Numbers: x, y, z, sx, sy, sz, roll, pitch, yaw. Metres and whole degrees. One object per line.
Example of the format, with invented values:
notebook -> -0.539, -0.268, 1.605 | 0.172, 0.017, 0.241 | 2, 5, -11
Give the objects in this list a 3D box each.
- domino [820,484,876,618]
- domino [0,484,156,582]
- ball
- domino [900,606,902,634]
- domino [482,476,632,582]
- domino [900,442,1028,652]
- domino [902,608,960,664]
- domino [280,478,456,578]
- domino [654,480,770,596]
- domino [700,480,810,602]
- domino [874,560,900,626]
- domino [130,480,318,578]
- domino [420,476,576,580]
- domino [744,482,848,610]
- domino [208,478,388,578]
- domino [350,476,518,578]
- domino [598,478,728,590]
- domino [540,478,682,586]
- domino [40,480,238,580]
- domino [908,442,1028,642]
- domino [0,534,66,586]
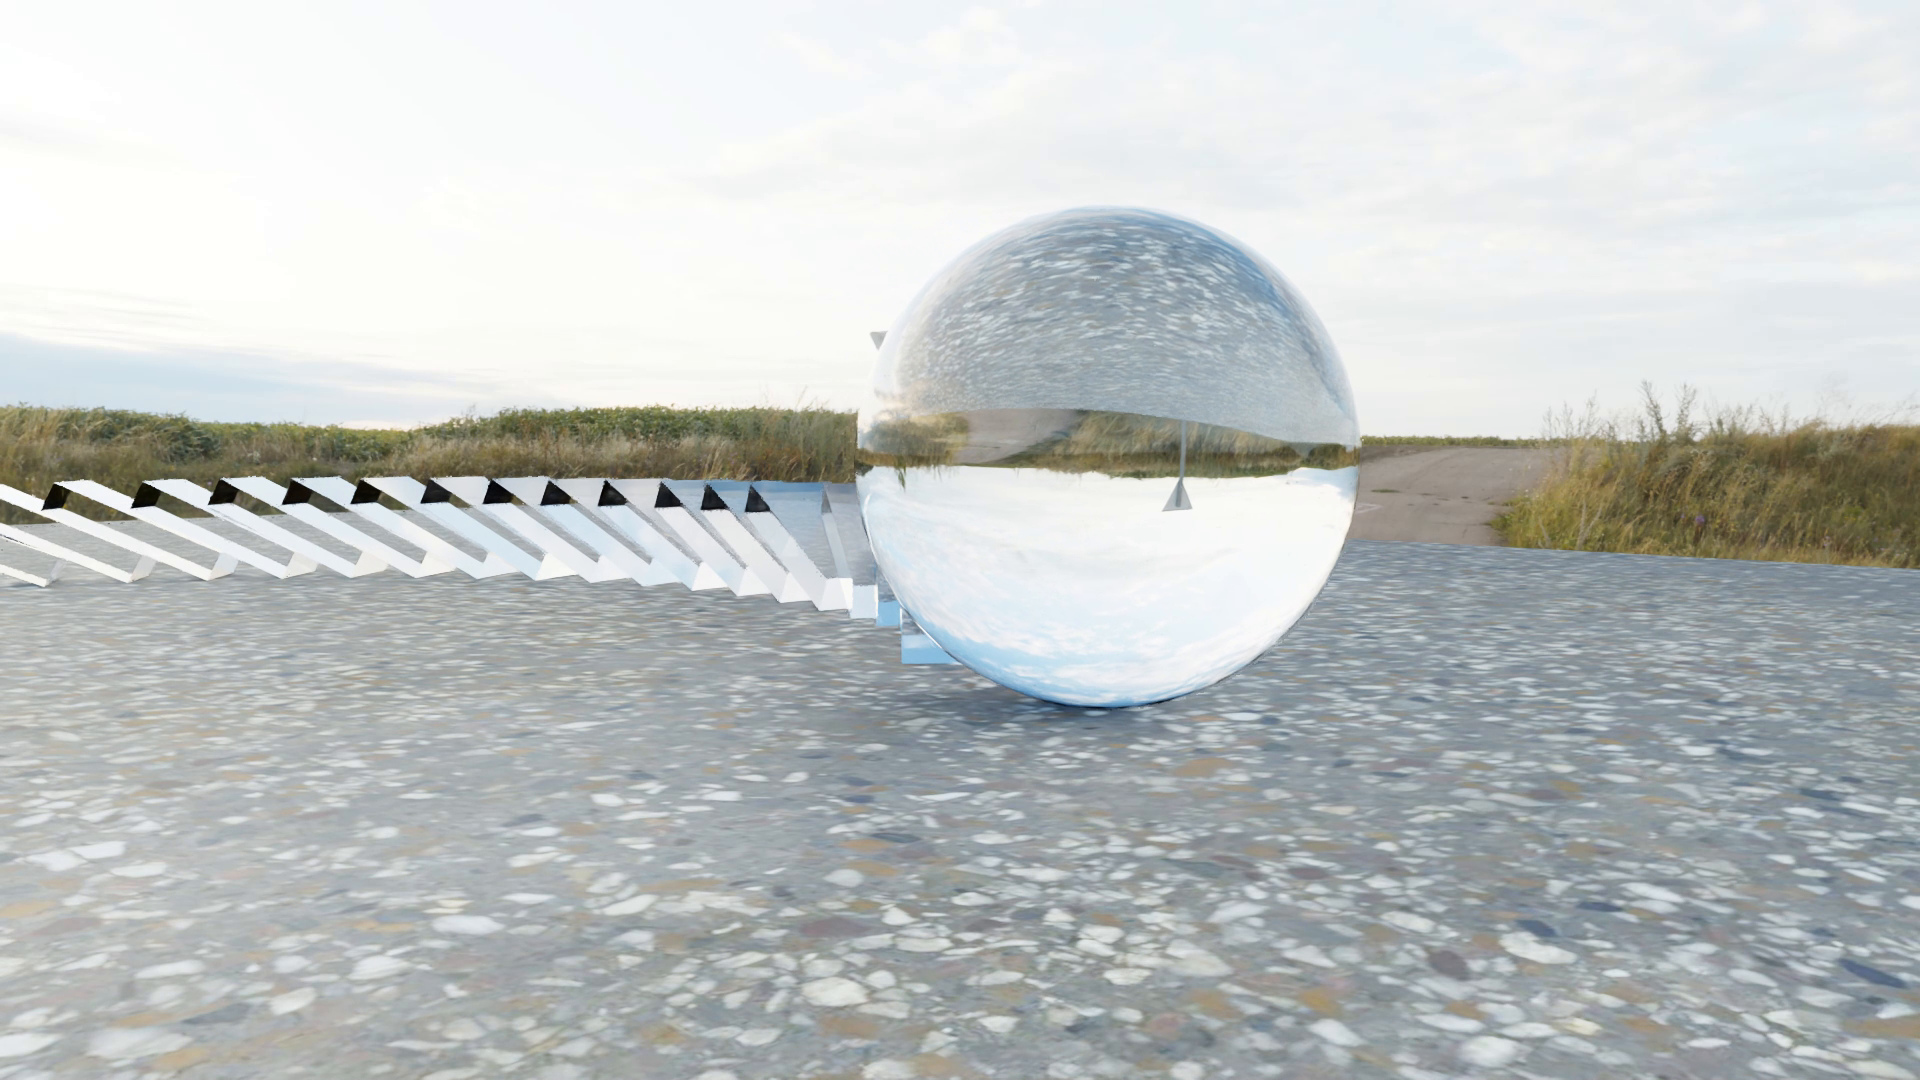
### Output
domino -> -0.020, 0.002, 0.333 | 0.025, 0.010, 0.050 | -1, 32, -16
domino -> -0.278, -0.003, 0.396 | 0.050, 0.009, 0.025 | 27, -5, -19
ball -> 0.023, -0.013, 0.207 | 0.080, 0.080, 0.080 | 0, 4, 0
domino -> -0.001, -0.001, 0.301 | 0.025, 0.050, 0.010 | 0, -39, -3
domino -> -0.126, -0.004, 0.412 | 0.050, 0.010, 0.025 | 31, 17, 21
domino -> 0.000, 0.001, 0.274 | 0.025, 0.050, 0.009 | 0, -39, -3
domino -> 0.001, 0.002, 0.261 | 0.025, 0.050, 0.009 | 0, -39, -3
domino -> -0.192, -0.005, 0.421 | 0.050, 0.010, 0.025 | 28, 6, 3
domino -> -0.067, -0.002, 0.381 | 0.025, 0.010, 0.050 | -4, 33, -43
domino -> -0.051, -0.001, 0.366 | 0.025, 0.010, 0.050 | -3, 33, -39
domino -> -0.009, -0.002, 0.314 | 0.025, 0.050, 0.010 | 0, -39, -6
domino -> -0.236, -0.004, 0.415 | 0.050, 0.010, 0.025 | 26, 2, -6
domino -> -0.147, -0.005, 0.418 | 0.050, 0.009, 0.025 | 30, 13, 15
domino -> -0.037, 0.001, 0.350 | 0.025, 0.010, 0.050 | -3, 33, -34
domino -> -0.214, -0.005, 0.419 | 0.050, 0.010, 0.025 | 27, 4, -2
domino -> -0.170, -0.005, 0.420 | 0.050, 0.009, 0.025 | 28, 9, 8
domino -> -0.086, -0.003, 0.394 | 0.050, 0.010, 0.025 | 36, 24, 31
domino -> -0.106, -0.003, 0.404 | 0.050, 0.009, 0.025 | 33, 20, 25
domino -> -0.257, -0.003, 0.406 | 0.050, 0.010, 0.025 | 26, -2, -14
domino -> 0.001, 0.000, 0.288 | 0.025, 0.050, 0.010 | 0, -39, -3
domino -> -0.297, -0.001, 0.383 | 0.050, 0.009, 0.025 | 26, -8, -27
